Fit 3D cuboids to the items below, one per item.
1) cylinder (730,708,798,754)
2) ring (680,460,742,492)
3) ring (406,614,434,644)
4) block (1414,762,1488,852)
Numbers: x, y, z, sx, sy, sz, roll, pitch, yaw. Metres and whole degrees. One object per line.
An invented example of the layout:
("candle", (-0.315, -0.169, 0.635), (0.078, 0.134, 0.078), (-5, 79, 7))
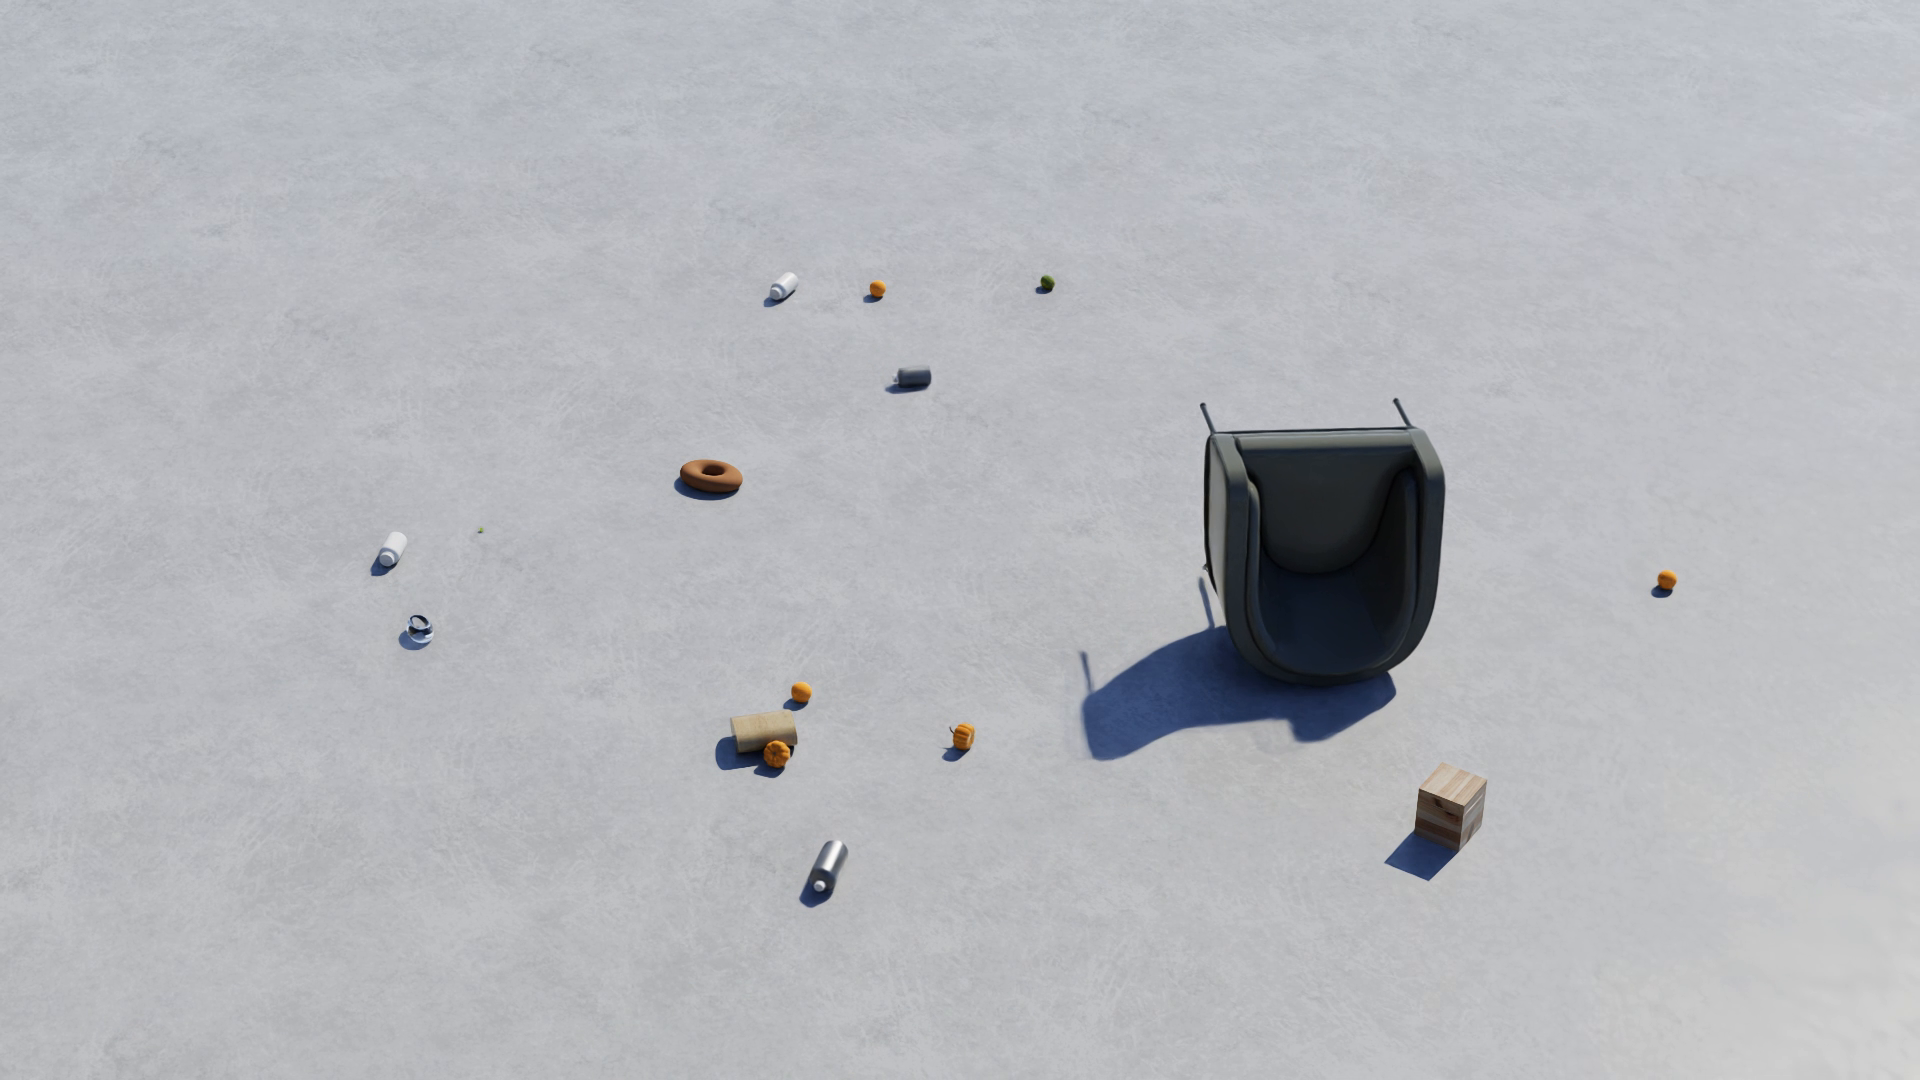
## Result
("cylinder", (-0.662, 0.644, 9.878), (0.201, 0.098, 0.170), (-8, 31, -11))
("ring", (-0.955, -0.246, 11.260), (0.259, 0.065, 0.172), (13, 34, 20))
("ring", (-1.918, 0.316, 10.414), (0.090, 0.057, 0.138), (-18, 39, -23))
("block", (1.583, 0.862, 9.464), (0.161, 0.190, 0.165), (21, 39, 28))
